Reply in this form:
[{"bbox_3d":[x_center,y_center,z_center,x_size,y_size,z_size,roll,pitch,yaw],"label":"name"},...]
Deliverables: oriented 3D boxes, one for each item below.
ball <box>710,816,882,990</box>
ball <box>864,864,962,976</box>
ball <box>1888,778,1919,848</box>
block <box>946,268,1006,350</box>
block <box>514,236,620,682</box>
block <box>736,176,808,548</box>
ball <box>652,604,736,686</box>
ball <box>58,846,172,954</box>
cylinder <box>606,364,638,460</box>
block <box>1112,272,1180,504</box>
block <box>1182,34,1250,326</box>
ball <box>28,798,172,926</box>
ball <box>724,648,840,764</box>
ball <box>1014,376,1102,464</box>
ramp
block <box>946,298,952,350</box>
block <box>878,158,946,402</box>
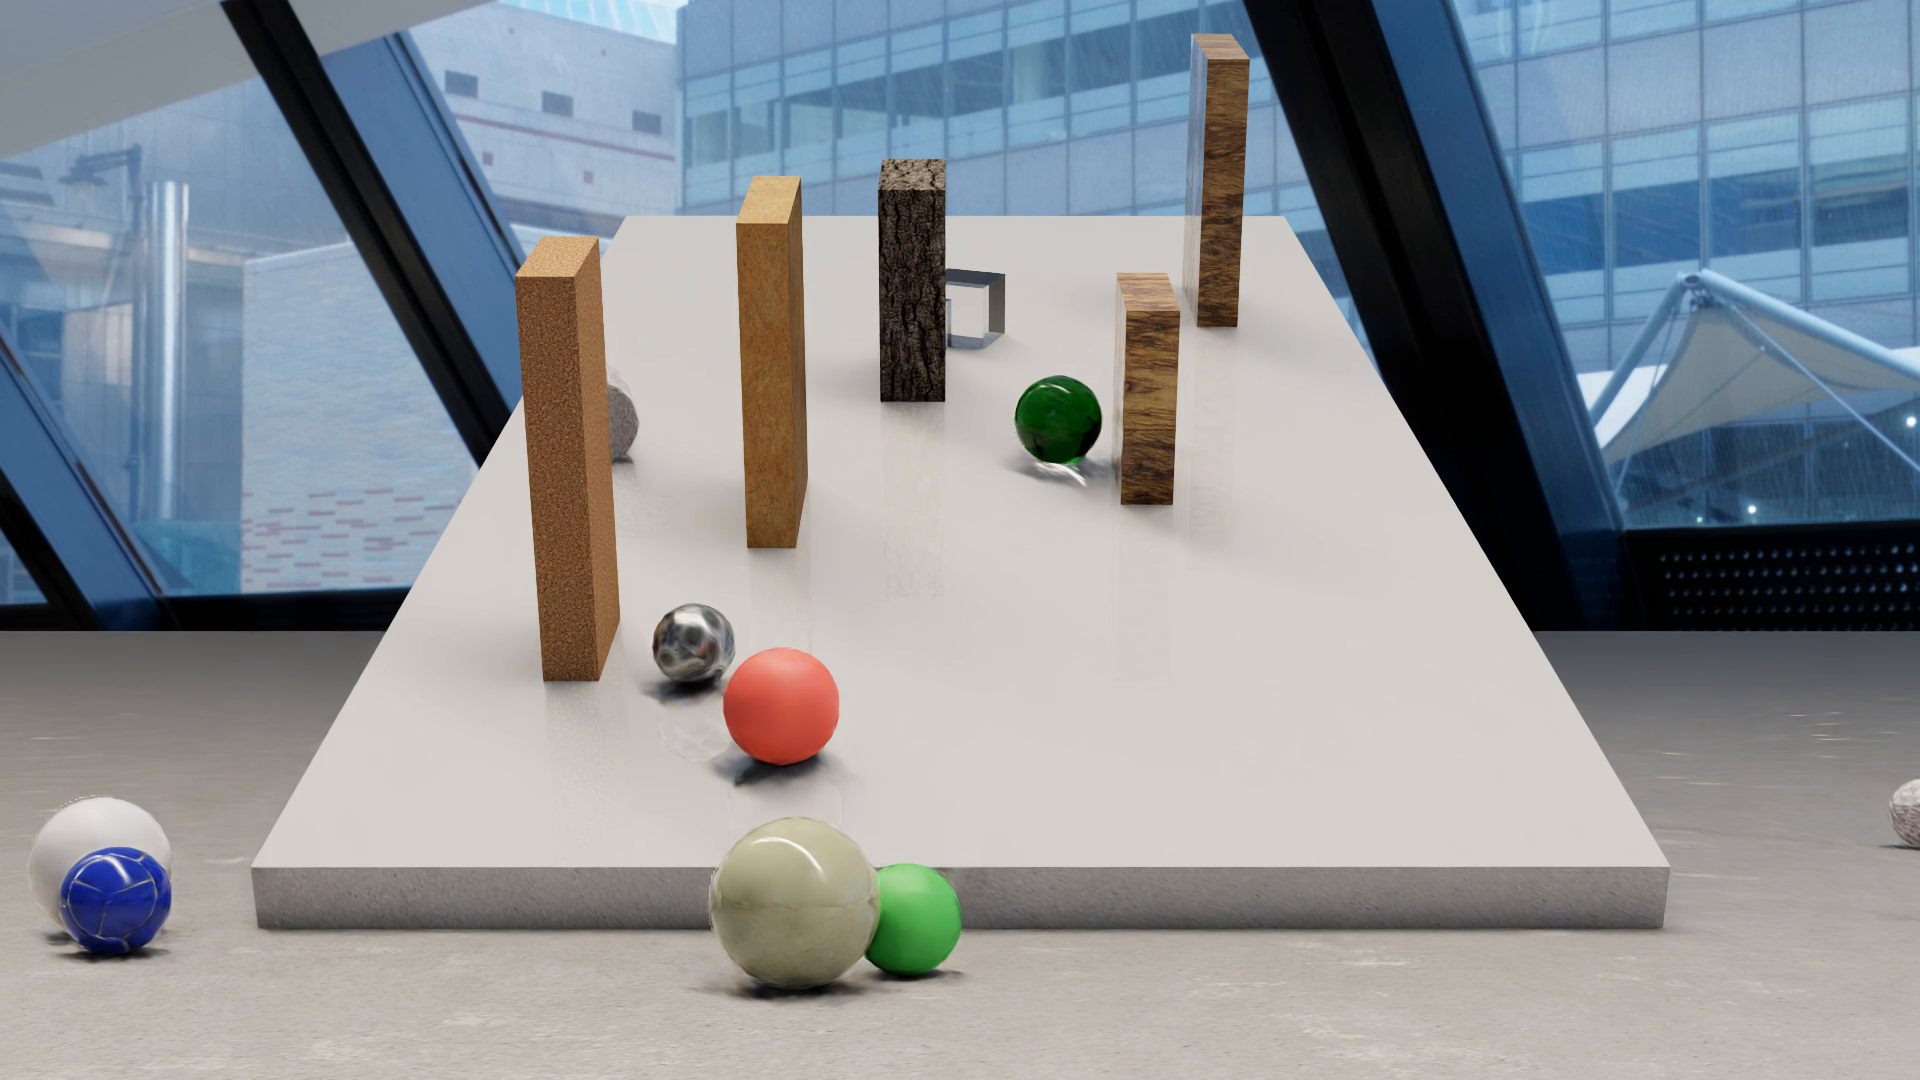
[{"bbox_3d":[-0.195,0.432,2.718,0.203,0.203,0.203,0,-2,0],"label":"ball"},{"bbox_3d":[-0.066,0.469,2.824,0.138,0.138,0.138,0,-2,0],"label":"ball"},{"bbox_3d":[1.870,0.529,4.419,0.136,0.136,0.136,0,-2,0],"label":"ball"},{"bbox_3d":[0.013,-0.575,5.676,0.154,0.154,0.154,8,23,20],"label":"block"},{"bbox_3d":[-0.646,-0.135,3.794,0.093,0.690,0.263,0,21,0],"label":"block"},{"bbox_3d":[-0.361,-0.352,4.437,0.093,0.631,0.403,0,21,0],"label":"block"},{"bbox_3d":[-0.438,0.173,3.765,0.138,0.138,0.138,0,-2,0],"label":"ball"},{"bbox_3d":[-1.110,0.474,3.004,0.141,0.141,0.141,0,-2,0],"label":"ball"},{"bbox_3d":[-0.783,-0.274,4.859,0.179,0.179,0.179,1,21,-15],"label":"cylinder"},{"bbox_3d":[0.375,-0.311,4.653,0.105,0.402,0.294,0,21,0],"label":"block"},{"bbox_3d":[0.653,-0.929,5.871,0.103,0.674,0.403,0,21,0],"label":"block"},{"bbox_3d":[-1.203,0.456,3.199,0.191,0.191,0.191,0,-2,0],"label":"ball"},{"bbox_3d":[-0.273,0.254,3.499,0.179,0.179,0.179,0,-2,0],"label":"ball"},{"bbox_3d":[0.207,-0.253,4.800,0.186,0.186,0.186,0,-2,0],"label":"ball"},{"bbox_3d":[-0.006,-0.216,5.100,2.000,0.100,4.000,0,21,0],"label":"ramp"},{"bbox_3d":[-0.103,-0.523,5.585,0.122,0.122,0.122,11,24,26],"label":"block"},{"bbox_3d":[-0.108,-0.605,5.286,0.149,0.490,0.334,0,21,0],"label":"block"}]
